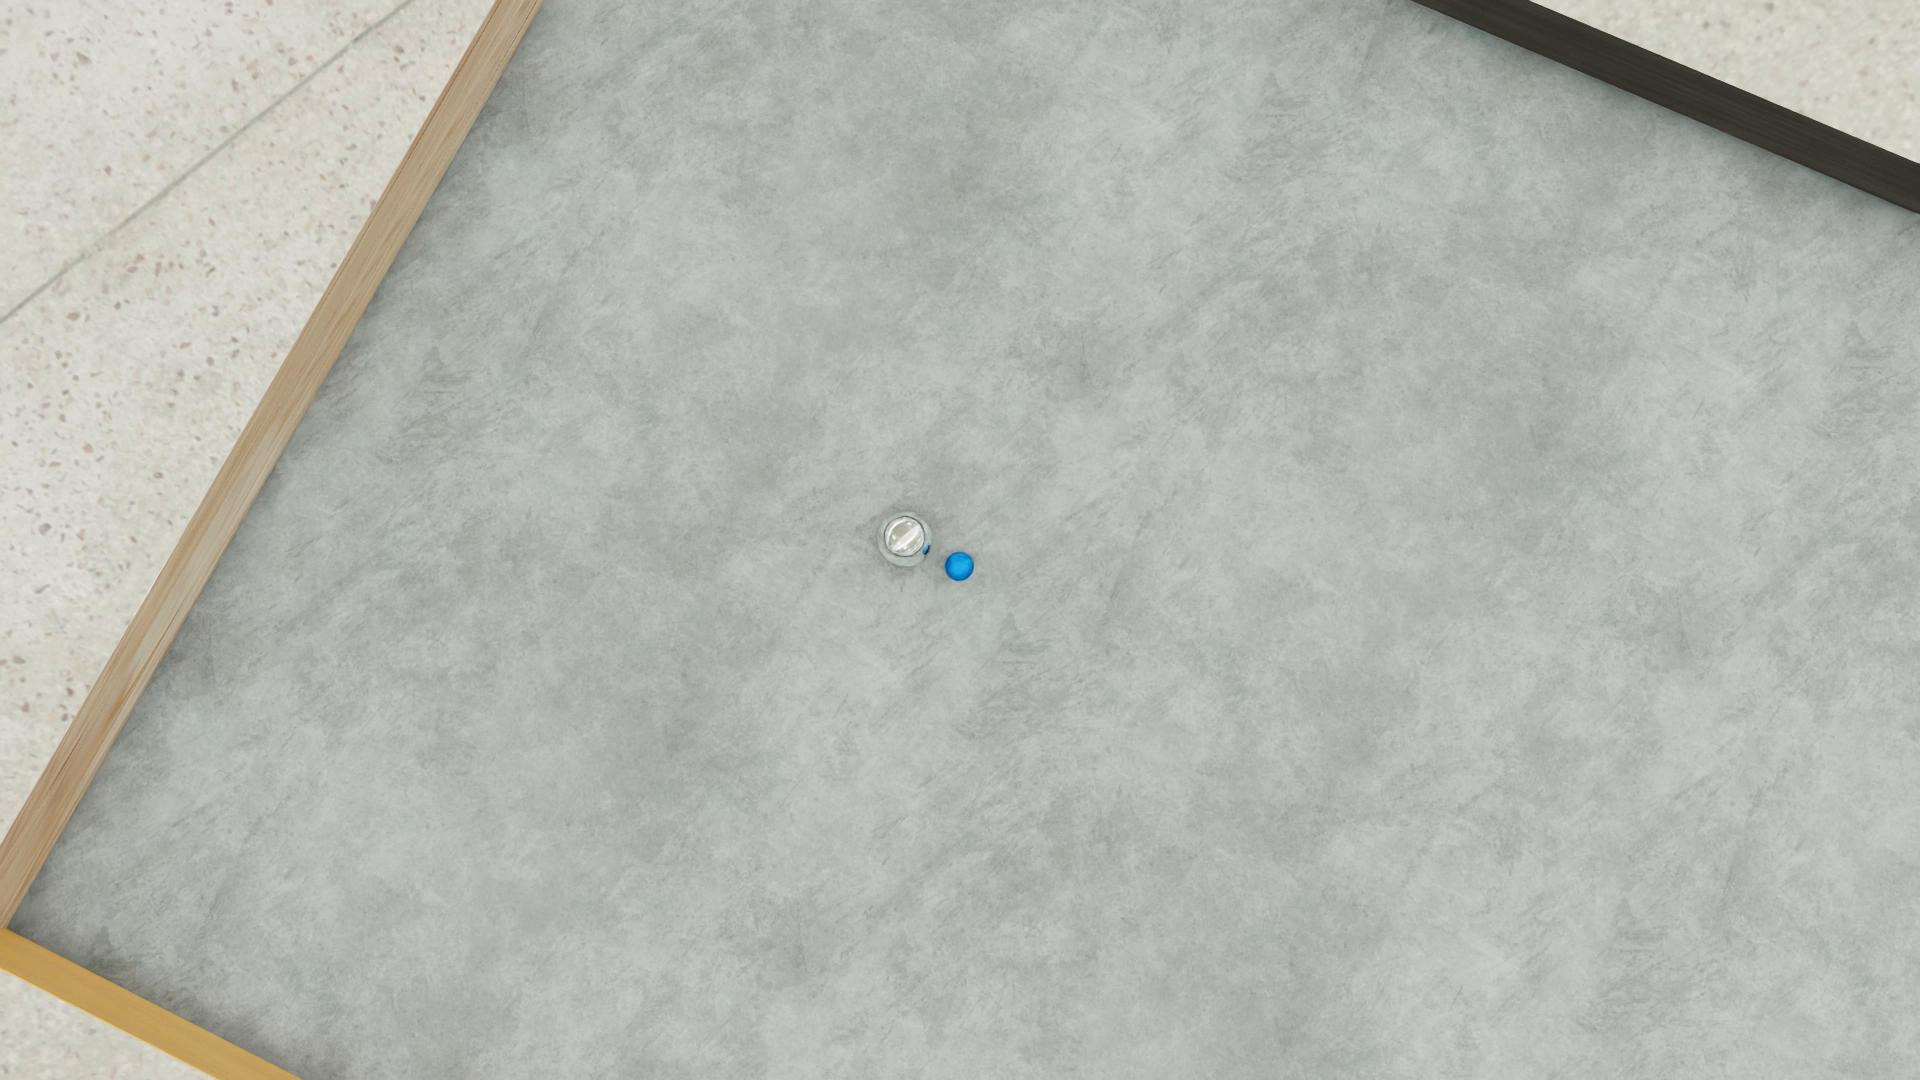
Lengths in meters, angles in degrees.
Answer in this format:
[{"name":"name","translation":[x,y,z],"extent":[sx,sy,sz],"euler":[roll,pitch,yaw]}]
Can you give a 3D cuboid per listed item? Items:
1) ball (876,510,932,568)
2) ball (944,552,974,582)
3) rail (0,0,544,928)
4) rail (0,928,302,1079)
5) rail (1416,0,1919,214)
[{"name":"ball","translation":[-0.084,-0.001,3.336],"extent":[0.085,0.085,0.085],"euler":[0,75,0]},{"name":"ball","translation":[-0.001,0.040,3.346],"extent":[0.045,0.045,0.045],"euler":[0,75,0]},{"name":"rail","translation":[-0.914,-0.429,3.431],"extent":[0.045,0.116,2.335],"euler":[25,77,6]},{"name":"rail","translation":[0.443,1.423,2.945],"extent":[4.146,0.116,0.045],"euler":[25,77,6]},{"name":"rail","translation":[1.428,-0.573,3.469],"extent":[4.146,0.116,0.045],"euler":[25,77,6]}]
